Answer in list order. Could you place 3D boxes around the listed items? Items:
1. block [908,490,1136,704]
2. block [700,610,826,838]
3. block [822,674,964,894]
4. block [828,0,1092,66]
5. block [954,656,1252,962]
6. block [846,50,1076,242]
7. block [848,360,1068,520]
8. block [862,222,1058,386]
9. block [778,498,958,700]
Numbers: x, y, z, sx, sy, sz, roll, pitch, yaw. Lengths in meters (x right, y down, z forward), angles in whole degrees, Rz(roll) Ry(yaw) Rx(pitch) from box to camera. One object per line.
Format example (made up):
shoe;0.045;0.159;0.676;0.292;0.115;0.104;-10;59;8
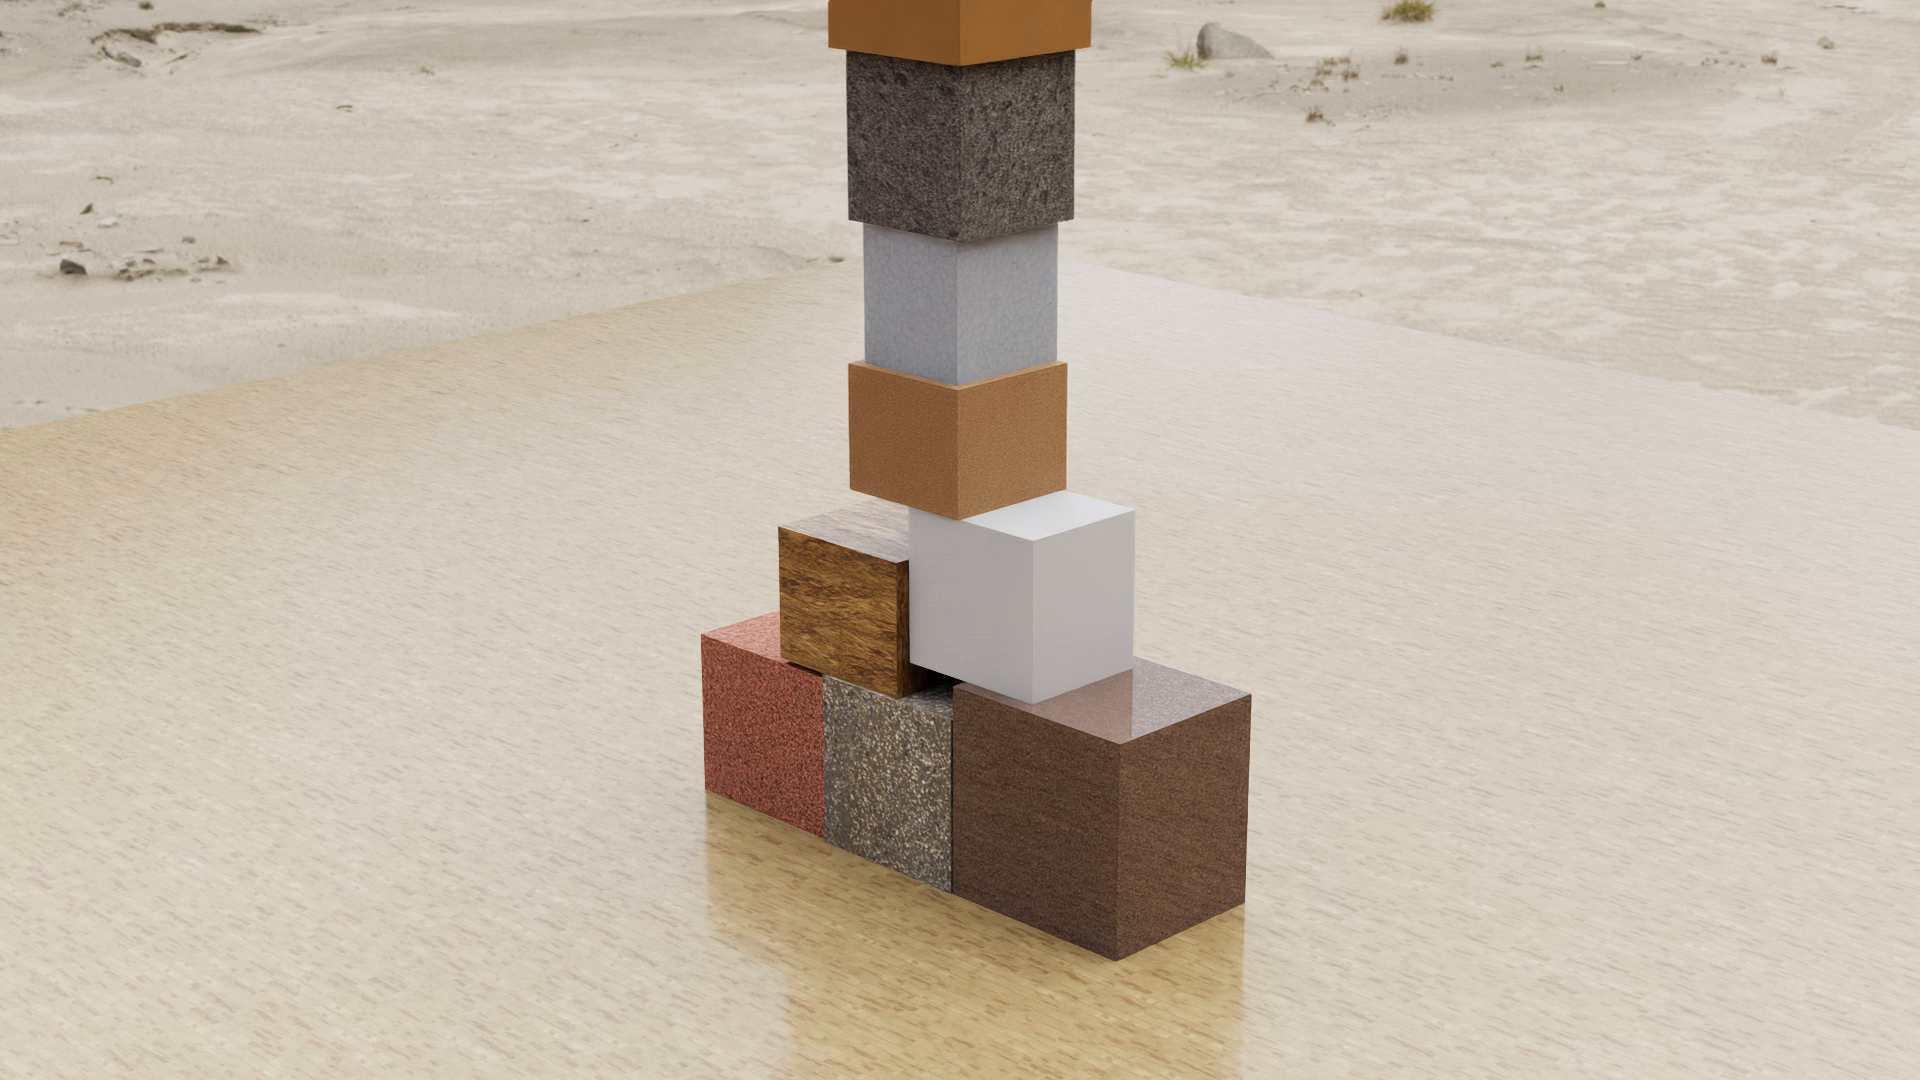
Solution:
block;0.274;0.209;13.102;0.656;0.743;0.766;-17;24;-42
block;-0.656;0.849;14.292;0.808;0.809;0.890;-17;24;-42
block;-0.034;1.021;13.702;0.862;0.836;0.839;-17;24;-42
block;-0.002;-2.475;12.578;0.803;0.719;0.804;-17;24;-42
block;0.625;1.137;13.058;0.862;1.001;0.991;-17;24;-42
block;0.004;-1.772;12.801;0.703;0.755;0.703;-17;24;-42
block;-0.010;-0.510;13.176;0.693;0.587;0.695;-17;24;-42
block;0.004;-1.103;13.008;0.631;0.645;0.585;-17;24;-42
block;-0.279;0.243;13.701;0.806;0.649;0.792;-17;24;-42
